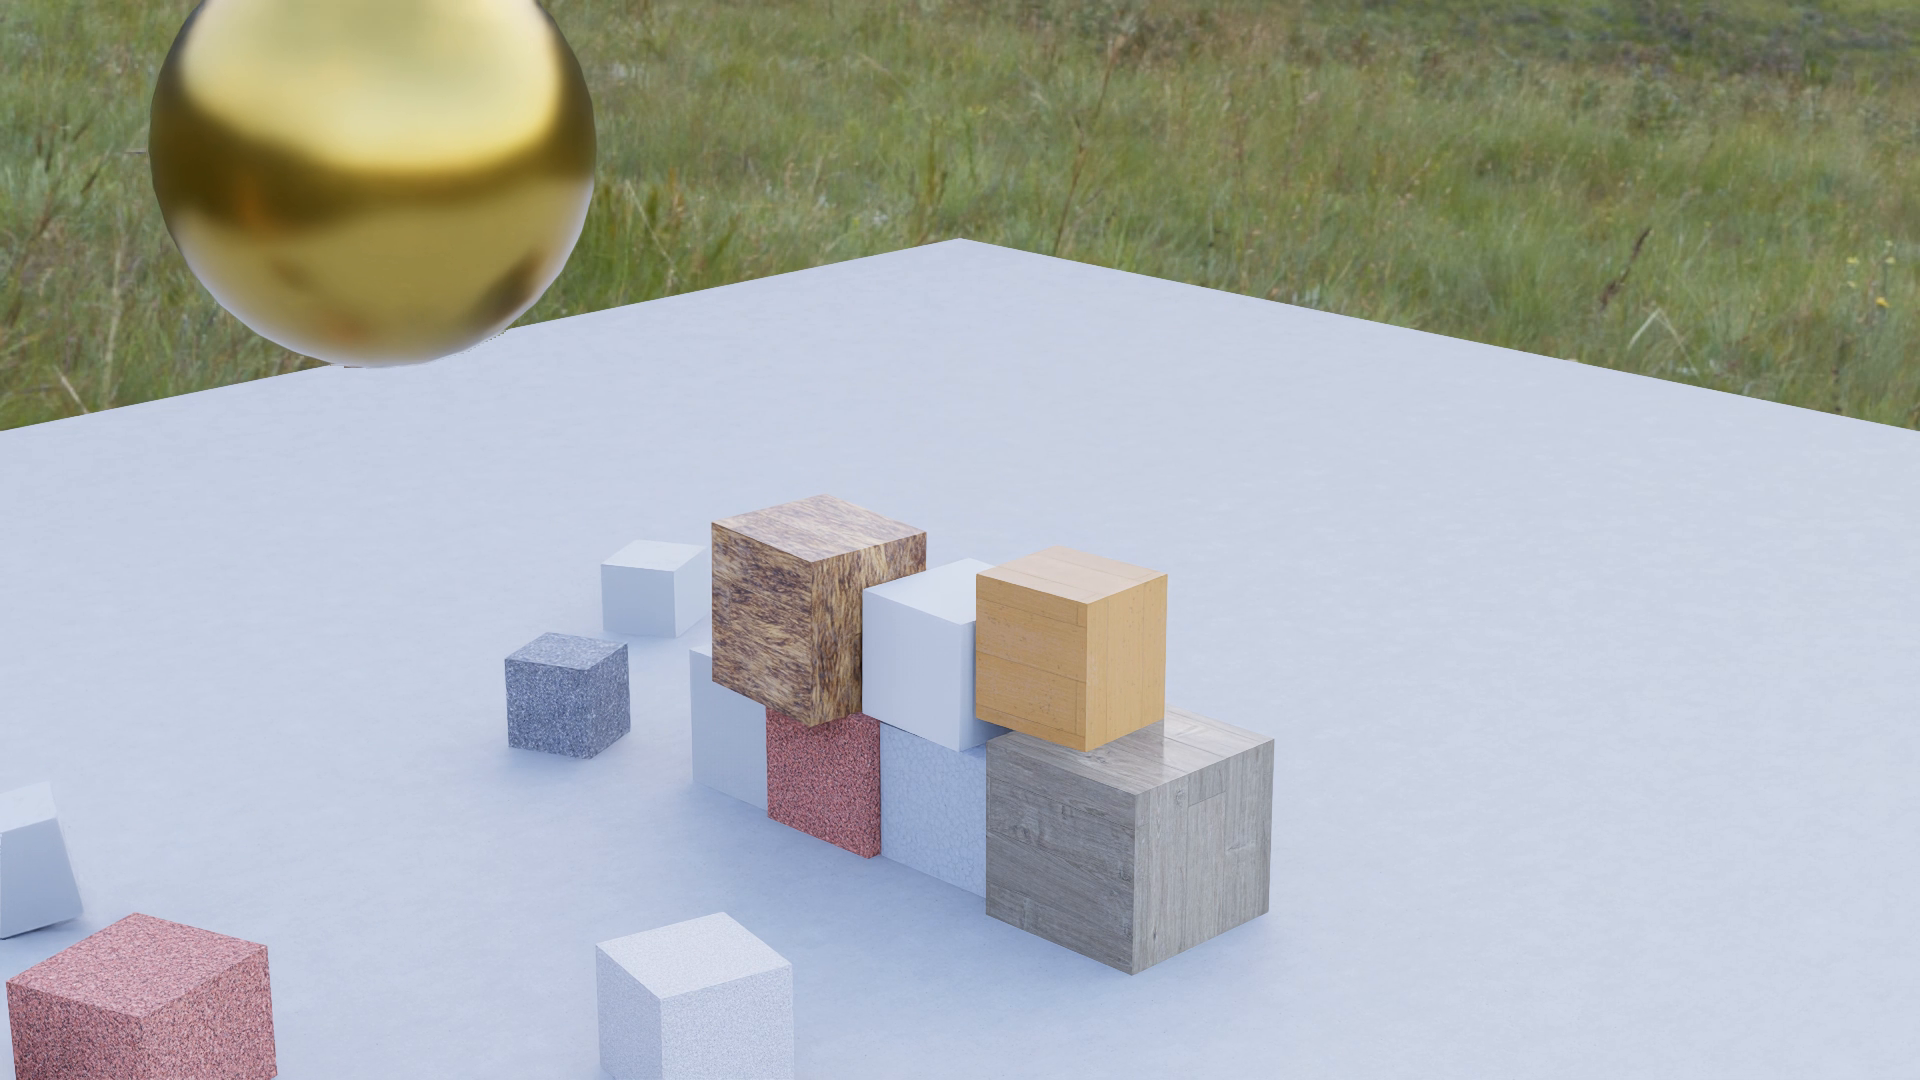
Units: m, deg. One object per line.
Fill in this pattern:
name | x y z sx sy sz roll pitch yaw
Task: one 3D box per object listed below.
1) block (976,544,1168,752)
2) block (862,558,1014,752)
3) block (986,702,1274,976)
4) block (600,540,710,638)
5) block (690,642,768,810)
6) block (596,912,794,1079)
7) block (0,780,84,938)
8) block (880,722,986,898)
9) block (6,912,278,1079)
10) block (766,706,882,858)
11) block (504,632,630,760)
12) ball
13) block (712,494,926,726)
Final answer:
block | 0.491 0.470 12.963 0.631 0.677 0.555 15 23 39
block | 0.020 0.517 13.467 0.681 0.606 0.641 -16 25 -42
block | 0.745 1.268 12.933 0.912 0.826 0.872 -17 24 -42
block | -1.743 0.276 16.802 0.449 0.399 0.491 6 18 17
block | -0.858 0.852 14.484 0.709 0.689 0.613 -17 24 -42
block | -1.042 1.868 11.520 0.569 0.529 0.574 -11 20 -30
block | -4.143 1.412 12.904 0.422 0.489 0.401 -16 24 -16
block | 0.164 1.162 13.544 0.708 0.661 0.796 -17 24 -42
block | -3.164 1.897 11.371 0.676 0.562 0.704 9 20 26
block | -0.386 1.001 14.041 0.701 0.671 0.822 17 24 42
block | -2.006 0.793 15.018 0.470 0.481 0.438 7 19 21
ball | -2.124 -1.427 10.667 1.600 1.600 1.600 0 17 0
block | -0.664 0.315 13.737 0.691 0.797 0.734 -15 25 -40
